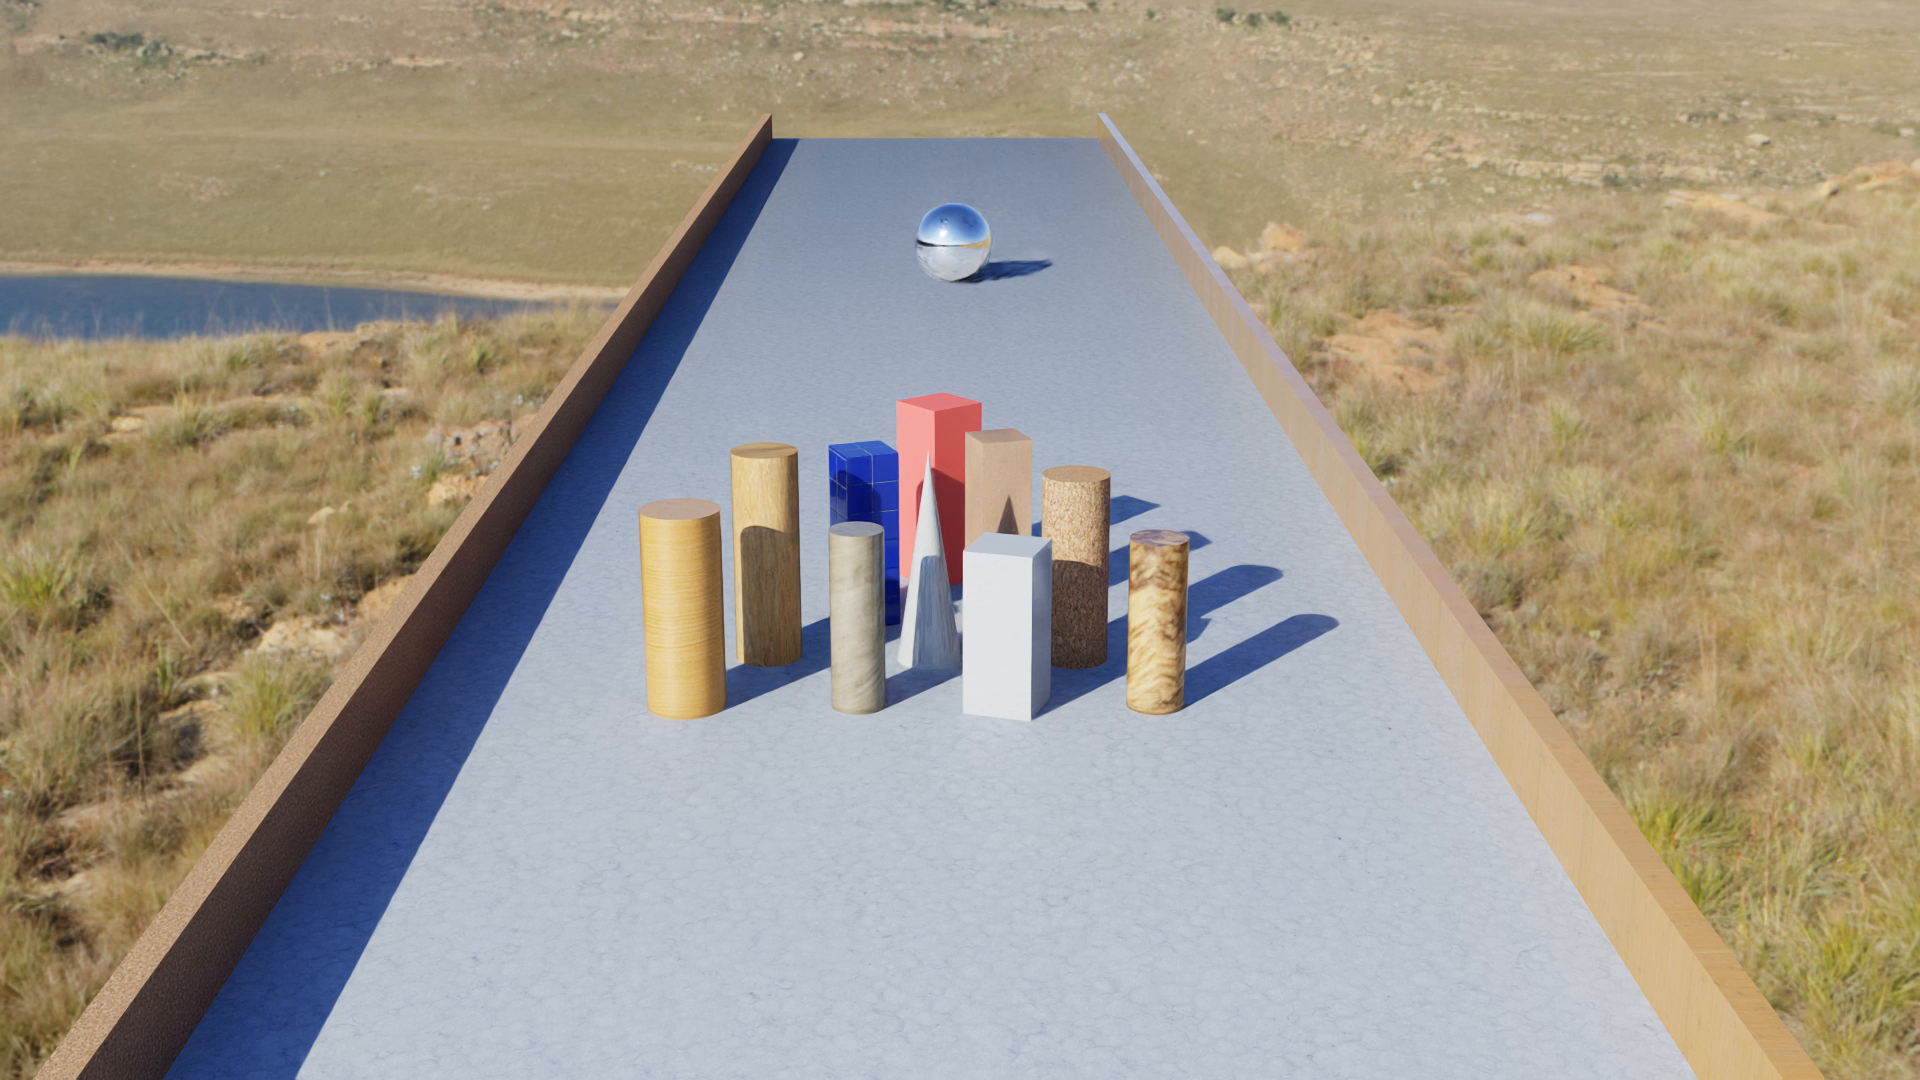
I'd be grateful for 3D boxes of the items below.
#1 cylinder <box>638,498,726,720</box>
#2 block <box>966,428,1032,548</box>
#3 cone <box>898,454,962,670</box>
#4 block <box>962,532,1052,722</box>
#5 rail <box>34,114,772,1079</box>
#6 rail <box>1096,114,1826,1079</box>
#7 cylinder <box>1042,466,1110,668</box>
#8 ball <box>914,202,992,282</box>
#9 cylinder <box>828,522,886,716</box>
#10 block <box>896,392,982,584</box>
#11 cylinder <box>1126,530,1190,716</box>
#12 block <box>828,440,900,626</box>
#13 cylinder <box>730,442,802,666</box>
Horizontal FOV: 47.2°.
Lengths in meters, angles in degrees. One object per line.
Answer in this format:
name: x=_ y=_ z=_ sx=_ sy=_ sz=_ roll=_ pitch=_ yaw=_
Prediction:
cylinder: x=-0.518 y=0.128 z=4.116 sx=0.151 sy=0.387 sz=0.151 roll=0 pitch=17 yaw=0
block: x=0.080 y=-0.026 z=4.621 sx=0.108 sy=0.396 sz=0.108 roll=-6 pitch=18 yaw=-19
cone: x=-0.062 y=0.031 z=4.362 sx=0.128 sy=0.433 sz=0.128 roll=0 pitch=17 yaw=0
block: x=0.089 y=0.161 z=4.127 sx=0.133 sy=0.318 sz=0.133 roll=5 pitch=17 yaw=17
rail: x=-1.118 y=-0.838 z=7.780 sx=0.050 sy=0.150 sz=12.000 roll=0 pitch=17 yaw=-1
rail: x=0.932 y=-0.844 z=7.801 sx=0.050 sy=0.150 sz=12.000 roll=0 pitch=17 yaw=-1
cylinder: x=0.229 y=0.054 z=4.375 sx=0.135 sy=0.383 sz=0.135 roll=0 pitch=17 yaw=0
ball: x=-0.025 y=-1.168 z=8.619 sx=0.305 sy=0.305 sz=0.305 roll=0 pitch=17 yaw=0
cylinder: x=-0.192 y=0.147 z=4.122 sx=0.104 sy=0.348 sz=0.104 roll=0 pitch=17 yaw=0
block: x=-0.046 y=-0.111 z=4.895 sx=0.133 sy=0.403 sz=0.133 roll=-13 pitch=21 yaw=-37
cylinder: x=0.370 y=0.154 z=4.128 sx=0.110 sy=0.331 sz=0.110 roll=0 pitch=17 yaw=0
block: x=-0.200 y=-0.010 z=4.608 sx=0.114 sy=0.373 sz=0.114 roll=-6 pitch=18 yaw=-21
cylinder: x=-0.385 y=0.029 z=4.380 sx=0.132 sy=0.427 sz=0.132 roll=0 pitch=17 yaw=0
